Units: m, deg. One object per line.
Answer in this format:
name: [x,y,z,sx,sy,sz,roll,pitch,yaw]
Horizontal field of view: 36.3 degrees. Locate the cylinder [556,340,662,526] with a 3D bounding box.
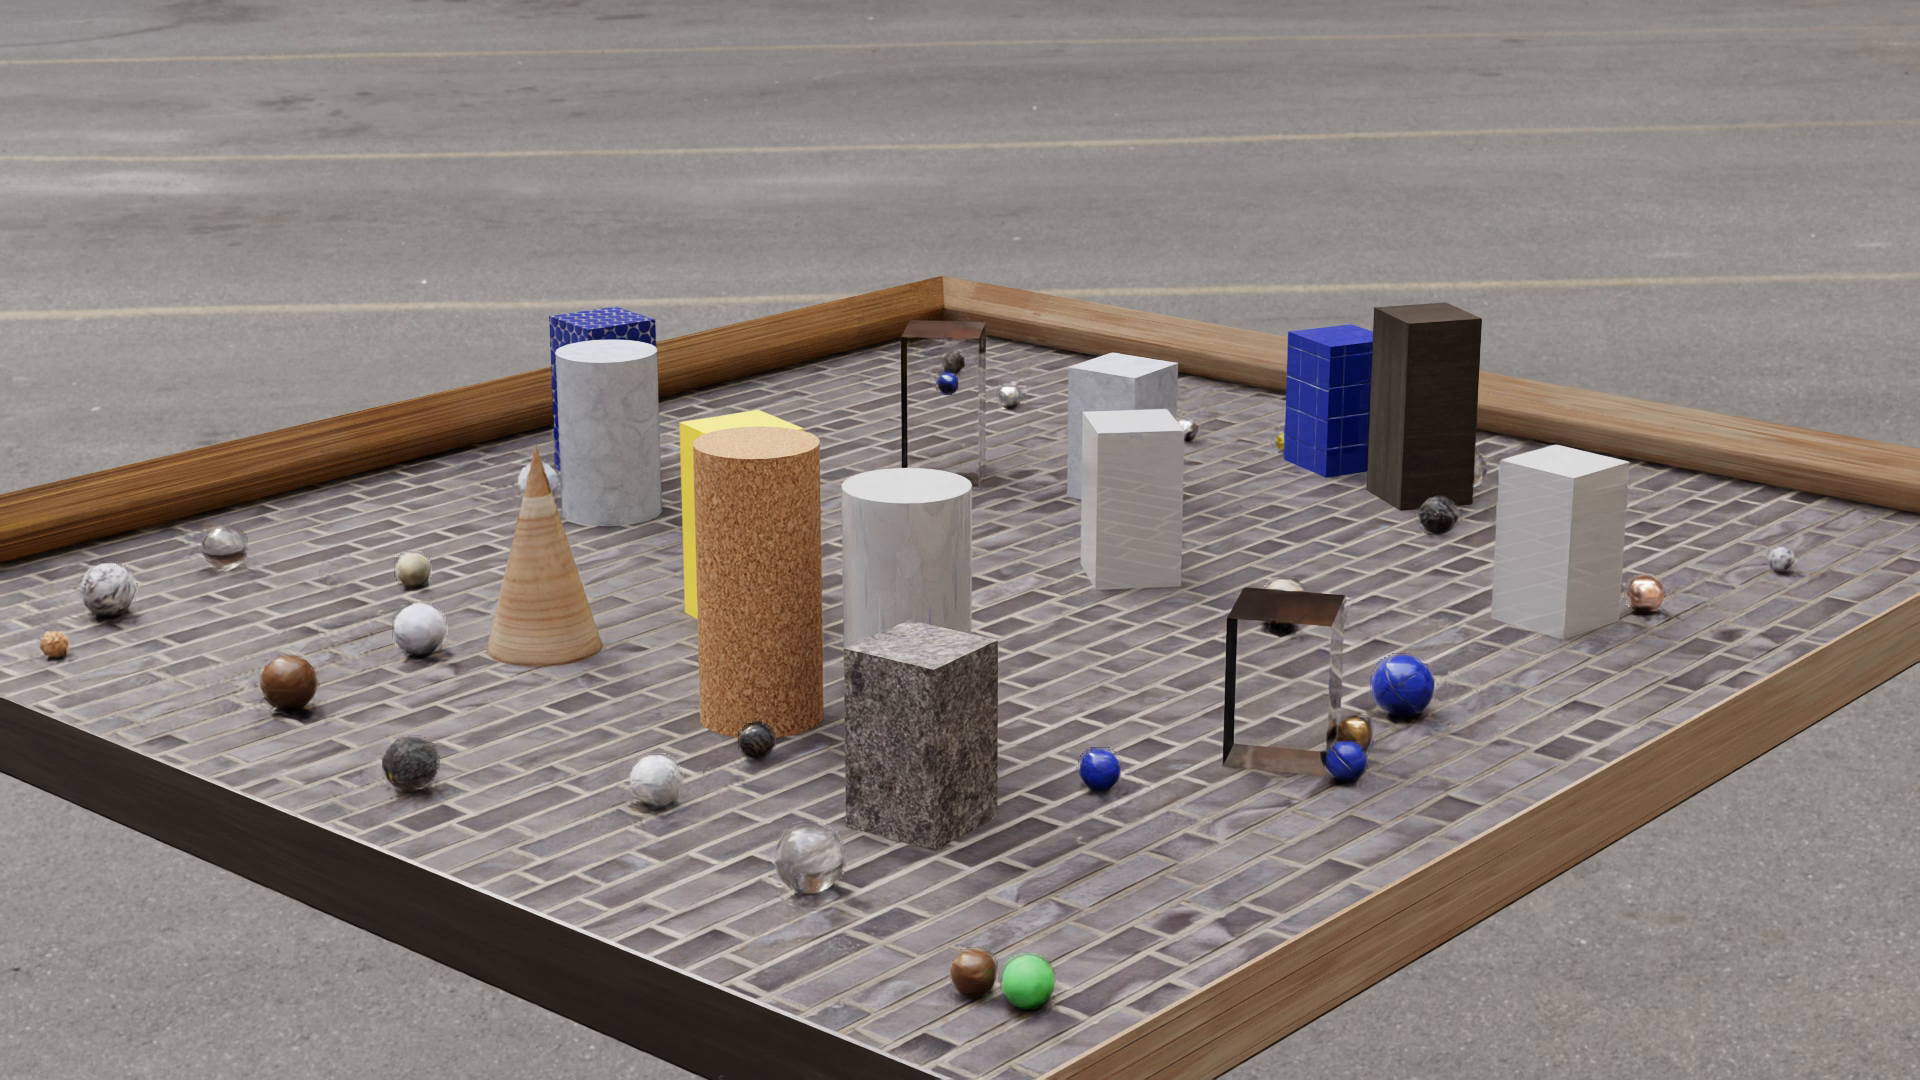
cylinder: [-0.667,-0.205,5.574,0.191,0.316,0.191,0,17,0]

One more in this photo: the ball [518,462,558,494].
ball: [-0.817,-0.114,5.684,0.077,0.077,0.077,0,17,0]

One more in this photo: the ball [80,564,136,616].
ball: [-1.454,0.085,5.002,0.091,0.091,0.091,0,17,0]

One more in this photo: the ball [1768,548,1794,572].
ball: [1.470,0.035,5.246,0.045,0.045,0.045,0,17,0]

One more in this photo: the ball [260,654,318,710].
ball: [-1.043,0.222,4.556,0.087,0.087,0.087,0,17,0]

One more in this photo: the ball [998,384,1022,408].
ball: [0.109,-0.312,6.382,0.052,0.052,0.052,0,17,0]

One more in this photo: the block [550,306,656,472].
block: [-0.709,-0.289,5.851,0.153,0.315,0.153,-12,21,-35]

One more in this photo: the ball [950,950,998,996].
ball: [0.017,0.530,3.587,0.057,0.057,0.057,0,17,0]

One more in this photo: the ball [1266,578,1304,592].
ball: [0.551,0.102,4.981,0.071,0.071,0.071,0,17,0]

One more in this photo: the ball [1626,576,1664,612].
ball: [1.175,0.093,5.024,0.063,0.063,0.063,0,17,0]

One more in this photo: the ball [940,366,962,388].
ball: [-0.021,-0.364,6.560,0.049,0.049,0.049,0,17,0]

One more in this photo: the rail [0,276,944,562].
rail: [-1.059,-0.235,6.001,0.045,0.124,3.156,14,22,39]

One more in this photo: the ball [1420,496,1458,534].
ball: [0.893,-0.046,5.468,0.073,0.073,0.073,0,17,0]

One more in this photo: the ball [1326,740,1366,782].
ball: [0.562,0.322,4.274,0.059,0.059,0.059,0,17,0]

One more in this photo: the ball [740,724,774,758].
ball: [-0.302,0.300,4.359,0.052,0.052,0.052,0,17,0]

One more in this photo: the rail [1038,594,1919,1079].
rail: [1.059,0.297,4.240,0.045,0.124,3.156,14,22,39]

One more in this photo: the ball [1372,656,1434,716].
ball: [0.685,0.225,4.530,0.095,0.095,0.095,0,17,0]

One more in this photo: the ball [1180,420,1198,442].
ball: [0.474,-0.229,6.120,0.045,0.045,0.045,0,17,0]

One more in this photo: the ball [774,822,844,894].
ball: [-0.199,0.422,3.884,0.093,0.093,0.093,0,17,0]

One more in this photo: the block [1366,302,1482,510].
block: [0.895,-0.259,5.665,0.153,0.367,0.153,-5,18,-17]

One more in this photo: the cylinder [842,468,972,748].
cylinder: [-0.078,0.116,4.349,0.191,0.409,0.191,0,17,0]

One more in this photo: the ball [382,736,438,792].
ball: [-0.794,0.323,4.234,0.079,0.079,0.079,0,17,0]

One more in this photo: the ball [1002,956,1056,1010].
ball: [0.083,0.536,3.553,0.065,0.065,0.065,0,17,0]

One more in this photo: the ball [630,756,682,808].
ball: [-0.433,0.344,4.174,0.075,0.075,0.075,0,17,0]

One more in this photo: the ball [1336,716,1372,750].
ball: [0.591,0.290,4.388,0.054,0.054,0.054,0,17,0]

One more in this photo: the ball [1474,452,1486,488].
ball: [0.996,-0.139,5.768,0.078,0.078,0.078,0,17,0]

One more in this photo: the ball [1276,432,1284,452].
ball: [0.670,-0.200,6.031,0.042,0.042,0.042,0,17,0]

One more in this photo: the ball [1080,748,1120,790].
ball: [0.202,0.332,4.238,0.060,0.060,0.060,0,17,0]

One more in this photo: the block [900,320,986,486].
block: [-0.032,-0.273,5.827,0.153,0.299,0.153,2,17,5]

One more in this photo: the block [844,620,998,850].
block: [-0.053,0.270,4.090,0.153,0.264,0.153,12,20,33]

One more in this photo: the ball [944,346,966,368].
ball: [-0.010,-0.420,6.743,0.051,0.051,0.051,0,17,0]

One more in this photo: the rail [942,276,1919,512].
rail: [1.019,-0.308,6.244,2.853,0.124,0.045,14,22,39]

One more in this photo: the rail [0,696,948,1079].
rail: [-1.019,0.370,3.997,2.853,0.124,0.045,14,22,39]

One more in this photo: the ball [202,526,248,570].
ball: [-1.318,0.014,5.260,0.078,0.078,0.078,0,17,0]

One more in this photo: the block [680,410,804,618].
block: [-0.366,-0.031,4.961,0.153,0.337,0.153,-11,20,-32]

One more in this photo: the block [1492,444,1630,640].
block: [1.013,0.002,4.952,0.153,0.280,0.153,-14,22,-40]

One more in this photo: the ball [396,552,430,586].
ball: [-0.964,0.051,5.168,0.059,0.059,0.059,0,17,0]

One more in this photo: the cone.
cone: [-0.687,0.011,4.800,0.191,0.349,0.191,0,17,0]

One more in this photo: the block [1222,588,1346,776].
block: [0.481,0.208,4.352,0.153,0.231,0.153,4,17,14]

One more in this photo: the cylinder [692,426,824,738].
cylinder: [-0.306,0.063,4.472,0.191,0.439,0.191,0,17,0]

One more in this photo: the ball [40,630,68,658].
ball: [-1.482,0.170,4.800,0.045,0.045,0.045,0,17,0]

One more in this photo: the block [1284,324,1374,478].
block: [0.764,-0.282,5.913,0.153,0.267,0.153,-8,19,-26]

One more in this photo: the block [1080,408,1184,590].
block: [0.304,-0.073,5.192,0.153,0.284,0.153,-2,17,-7]

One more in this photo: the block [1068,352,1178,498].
block: [0.316,-0.214,5.702,0.153,0.259,0.153,12,21,34]

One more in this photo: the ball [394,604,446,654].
ball: [-0.887,0.146,4.811,0.084,0.084,0.084,0,17,0]
